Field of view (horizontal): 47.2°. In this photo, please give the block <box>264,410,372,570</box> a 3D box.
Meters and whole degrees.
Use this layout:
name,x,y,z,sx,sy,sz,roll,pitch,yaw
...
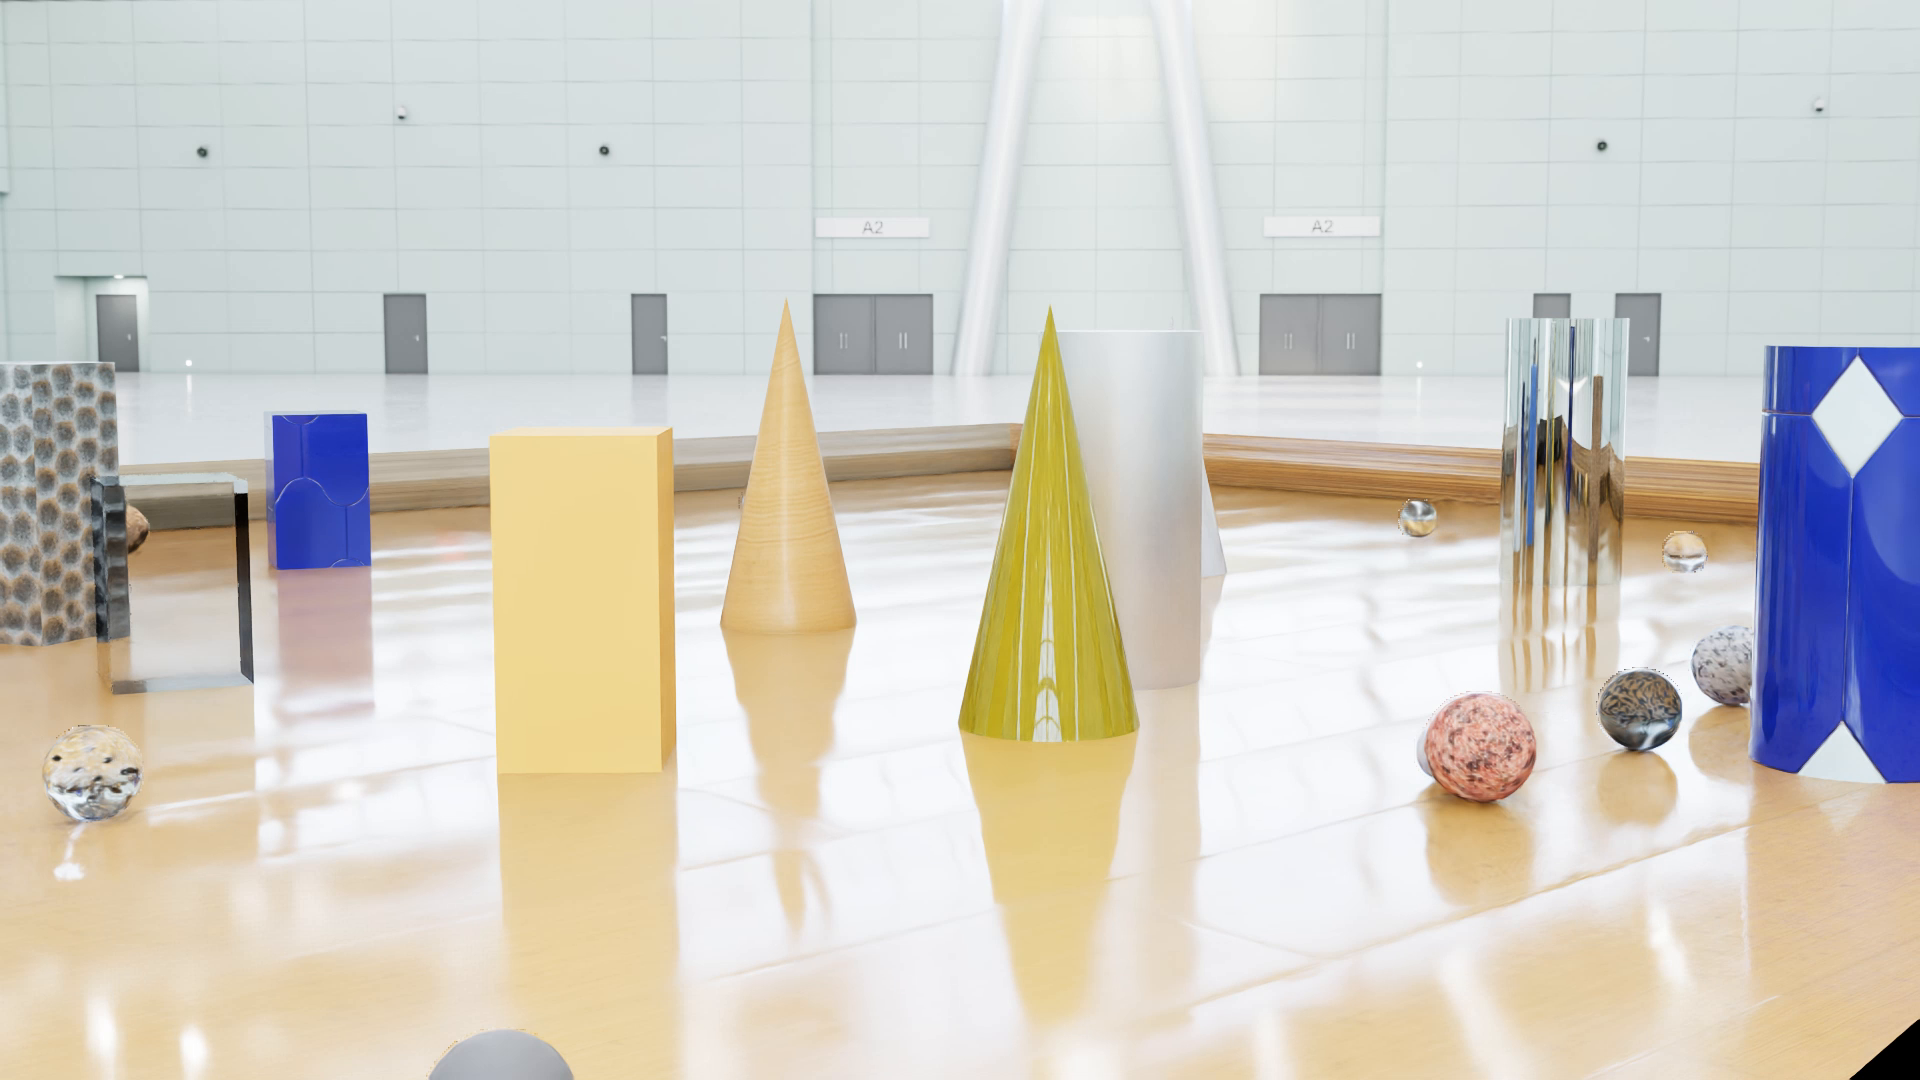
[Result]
name,x,y,z,sx,sy,sz,roll,pitch,yaw
block,-1.134,-0.092,3.877,0.158,0.267,0.158,-2,6,-23

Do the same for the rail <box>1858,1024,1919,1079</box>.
name,x,y,z,sx,sy,sz,roll,pitch,yaw
rail,1.355,0.186,1.871,4.120,0.129,0.045,-5,8,-42

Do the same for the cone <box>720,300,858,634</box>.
name,x,y,z,sx,sy,sz,roll,pitch,yaw
cone,-0.244,-0.112,3.112,0.198,0.466,0.198,0,6,0

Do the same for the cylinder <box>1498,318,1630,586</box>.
name,x,y,z,sx,sy,sz,roll,pitch,yaw
cylinder,0.998,-0.150,3.639,0.198,0.432,0.198,0,6,0

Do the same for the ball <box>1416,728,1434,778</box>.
name,x,y,z,sx,sy,sz,roll,pitch,yaw
ball,0.461,0.201,2.092,0.054,0.054,0.054,0,6,0

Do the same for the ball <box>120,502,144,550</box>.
name,x,y,z,sx,sy,sz,roll,pitch,yaw
ball,-1.568,-0.026,4.097,0.090,0.090,0.090,0,6,0

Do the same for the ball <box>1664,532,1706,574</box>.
name,x,y,z,sx,sy,sz,roll,pitch,yaw
ball,1.230,0.023,3.730,0.069,0.069,0.069,0,6,0

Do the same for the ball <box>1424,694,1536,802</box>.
name,x,y,z,sx,sy,sz,roll,pitch,yaw
ball,0.473,0.189,1.997,0.099,0.099,0.099,0,6,0

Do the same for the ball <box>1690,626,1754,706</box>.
name,x,y,z,sx,sy,sz,roll,pitch,yaw
ball,0.875,0.142,2.490,0.090,0.090,0.090,0,6,0

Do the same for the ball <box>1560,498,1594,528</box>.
name,x,y,z,sx,sy,sz,roll,pitch,yaw
ball,1.265,-0.056,4.508,0.064,0.064,0.064,0,6,0

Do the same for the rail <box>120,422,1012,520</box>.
name,x,y,z,sx,sy,sz,roll,pitch,yaw
rail,-1.355,-0.119,4.792,4.120,0.129,0.045,-5,8,-42

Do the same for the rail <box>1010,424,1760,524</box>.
name,x,y,z,sx,sy,sz,roll,pitch,yaw
rail,1.497,-0.110,4.705,0.045,0.129,4.043,-5,8,-42

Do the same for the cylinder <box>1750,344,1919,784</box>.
name,x,y,z,sx,sy,sz,roll,pitch,yaw
cylinder,0.885,0.016,2.154,0.198,0.411,0.198,0,6,0

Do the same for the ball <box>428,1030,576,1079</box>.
name,x,y,z,sx,sy,sz,roll,pitch,yaw
ball,-0.234,0.290,1.120,0.080,0.080,0.080,0,6,0

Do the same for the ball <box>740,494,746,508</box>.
name,x,y,z,sx,sy,sz,roll,pitch,yaw
ball,-0.452,-0.078,4.784,0.051,0.051,0.051,0,6,0

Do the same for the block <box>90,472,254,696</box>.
name,x,y,z,sx,sy,sz,roll,pitch,yaw
block,-0.950,0.048,2.648,0.158,0.244,0.158,-3,7,-27

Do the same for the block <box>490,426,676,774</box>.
name,x,y,z,sx,sy,sz,roll,pitch,yaw
block,-0.371,0.055,2.187,0.158,0.326,0.158,0,6,-2

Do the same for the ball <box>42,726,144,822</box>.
name,x,y,z,sx,sy,sz,roll,pitch,yaw
ball,-0.759,0.205,1.924,0.083,0.083,0.083,0,6,0

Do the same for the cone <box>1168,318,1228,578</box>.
name,x,y,z,sx,sy,sz,roll,pitch,yaw
cone,0.359,-0.164,3.746,0.198,0.438,0.198,0,6,0

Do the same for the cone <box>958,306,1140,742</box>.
name,x,y,z,sx,sy,sz,roll,pitch,yaw
cone,0.096,-0.026,2.353,0.198,0.453,0.198,0,6,0

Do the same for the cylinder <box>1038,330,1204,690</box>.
name,x,y,z,sx,sy,sz,roll,pitch,yaw
cylinder,0.193,-0.042,2.660,0.198,0.420,0.198,0,6,0

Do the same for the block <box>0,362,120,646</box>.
name,x,y,z,sx,sy,sz,roll,pitch,yaw
block,-1.267,-0.055,3.005,0.158,0.374,0.158,2,6,20

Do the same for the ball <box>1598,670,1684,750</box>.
name,x,y,z,sx,sy,sz,roll,pitch,yaw
ball,0.691,0.173,2.233,0.082,0.082,0.082,0,6,0

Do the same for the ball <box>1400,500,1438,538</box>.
name,x,y,z,sx,sy,sz,roll,pitch,yaw
ball,0.901,-0.041,4.319,0.073,0.073,0.073,0,6,0
